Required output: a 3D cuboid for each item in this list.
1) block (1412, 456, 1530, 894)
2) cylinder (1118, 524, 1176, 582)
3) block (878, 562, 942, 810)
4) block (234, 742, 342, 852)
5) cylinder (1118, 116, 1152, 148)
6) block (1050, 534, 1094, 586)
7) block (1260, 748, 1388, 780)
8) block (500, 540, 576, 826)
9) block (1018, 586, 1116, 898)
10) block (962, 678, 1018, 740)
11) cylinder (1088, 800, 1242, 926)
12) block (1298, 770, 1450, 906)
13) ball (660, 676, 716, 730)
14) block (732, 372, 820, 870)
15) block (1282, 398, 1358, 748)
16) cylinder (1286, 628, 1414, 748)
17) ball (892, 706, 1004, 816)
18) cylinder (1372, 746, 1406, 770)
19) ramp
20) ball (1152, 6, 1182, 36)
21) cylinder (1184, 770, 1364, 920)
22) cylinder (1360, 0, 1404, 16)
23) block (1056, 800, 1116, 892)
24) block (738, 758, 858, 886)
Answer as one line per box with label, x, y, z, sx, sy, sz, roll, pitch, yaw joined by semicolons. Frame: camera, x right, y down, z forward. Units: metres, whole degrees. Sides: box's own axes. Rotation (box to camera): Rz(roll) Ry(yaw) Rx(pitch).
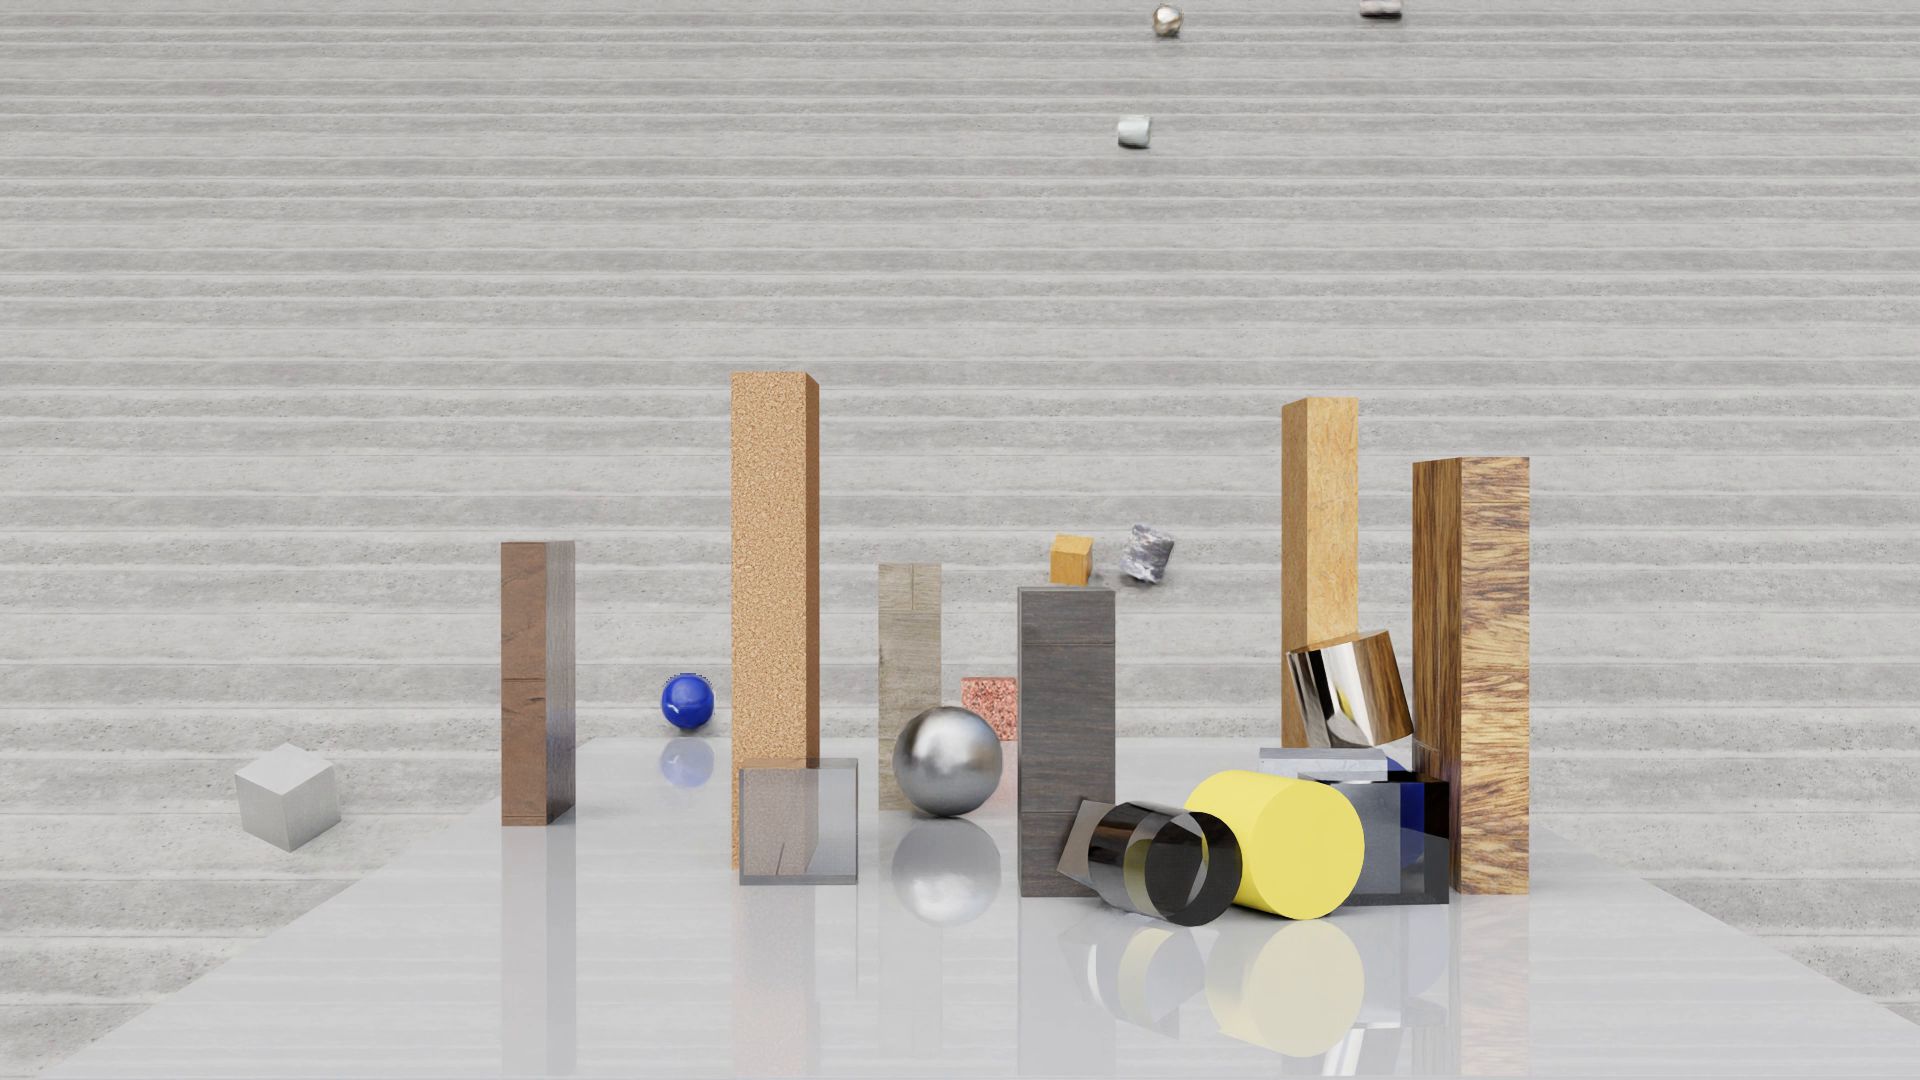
block;0.801;0.201;4.078;0.101;0.655;0.422;0;1;0
cylinder;0.542;0.038;7.489;0.128;0.128;0.128;19;13;-4
block;-0.097;0.283;5.133;0.120;0.474;0.297;0;1;0
block;-1.660;0.636;6.386;0.170;0.170;0.170;18;33;30
cylinder;0.726;-1.694;10.730;0.120;0.120;0.120;7;29;13
block;0.325;0.058;7.519;0.105;0.105;0.105;6;29;12
block;0.568;0.432;4.054;0.194;0.194;0.194;0;1;7
block;-0.799;0.262;4.913;0.082;0.520;0.365;0;1;0
block;0.161;0.303;3.969;0.140;0.456;0.255;0;1;0
block;0.081;0.431;6.614;0.150;0.150;0.150;0;-1;2
cylinder;0.288;0.454;3.641;0.159;0.159;0.159;-15;7;-25
block;0.613;0.442;3.850;0.179;0.179;0.179;0;1;-8
ball;-0.716;0.427;6.800;0.143;0.143;0.143;0;28;0
block;-0.307;0.128;4.351;0.120;0.799;0.411;0;1;0
block;0.625;0.142;4.511;0.085;0.766;0.344;0;1;0
cylinder;0.642;0.250;4.253;0.173;0.173;0.173;-14;0;0
ball;-0.023;0.418;4.883;0.209;0.209;0.209;0;28;0
cylinder;0.653;0.434;4.245;0.188;0.188;0.188;1;1;2
ramp;0.064;0.575;4.618;2.000;0.100;4.000;0;1;0
ball;0.962;-2.417;12.044;0.144;0.144;0.144;0;28;0
cylinder;0.445;0.436;3.718;0.194;0.194;0.194;-15;7;-25
cylinder;2.009;-2.586;12.292;0.189;0.189;0.189;3;28;13
block;0.234;0.458;3.775;0.112;0.112;0.112;30;-16;-30
block;-0.251;0.440;4.059;0.179;0.179;0.179;0;1;-1
